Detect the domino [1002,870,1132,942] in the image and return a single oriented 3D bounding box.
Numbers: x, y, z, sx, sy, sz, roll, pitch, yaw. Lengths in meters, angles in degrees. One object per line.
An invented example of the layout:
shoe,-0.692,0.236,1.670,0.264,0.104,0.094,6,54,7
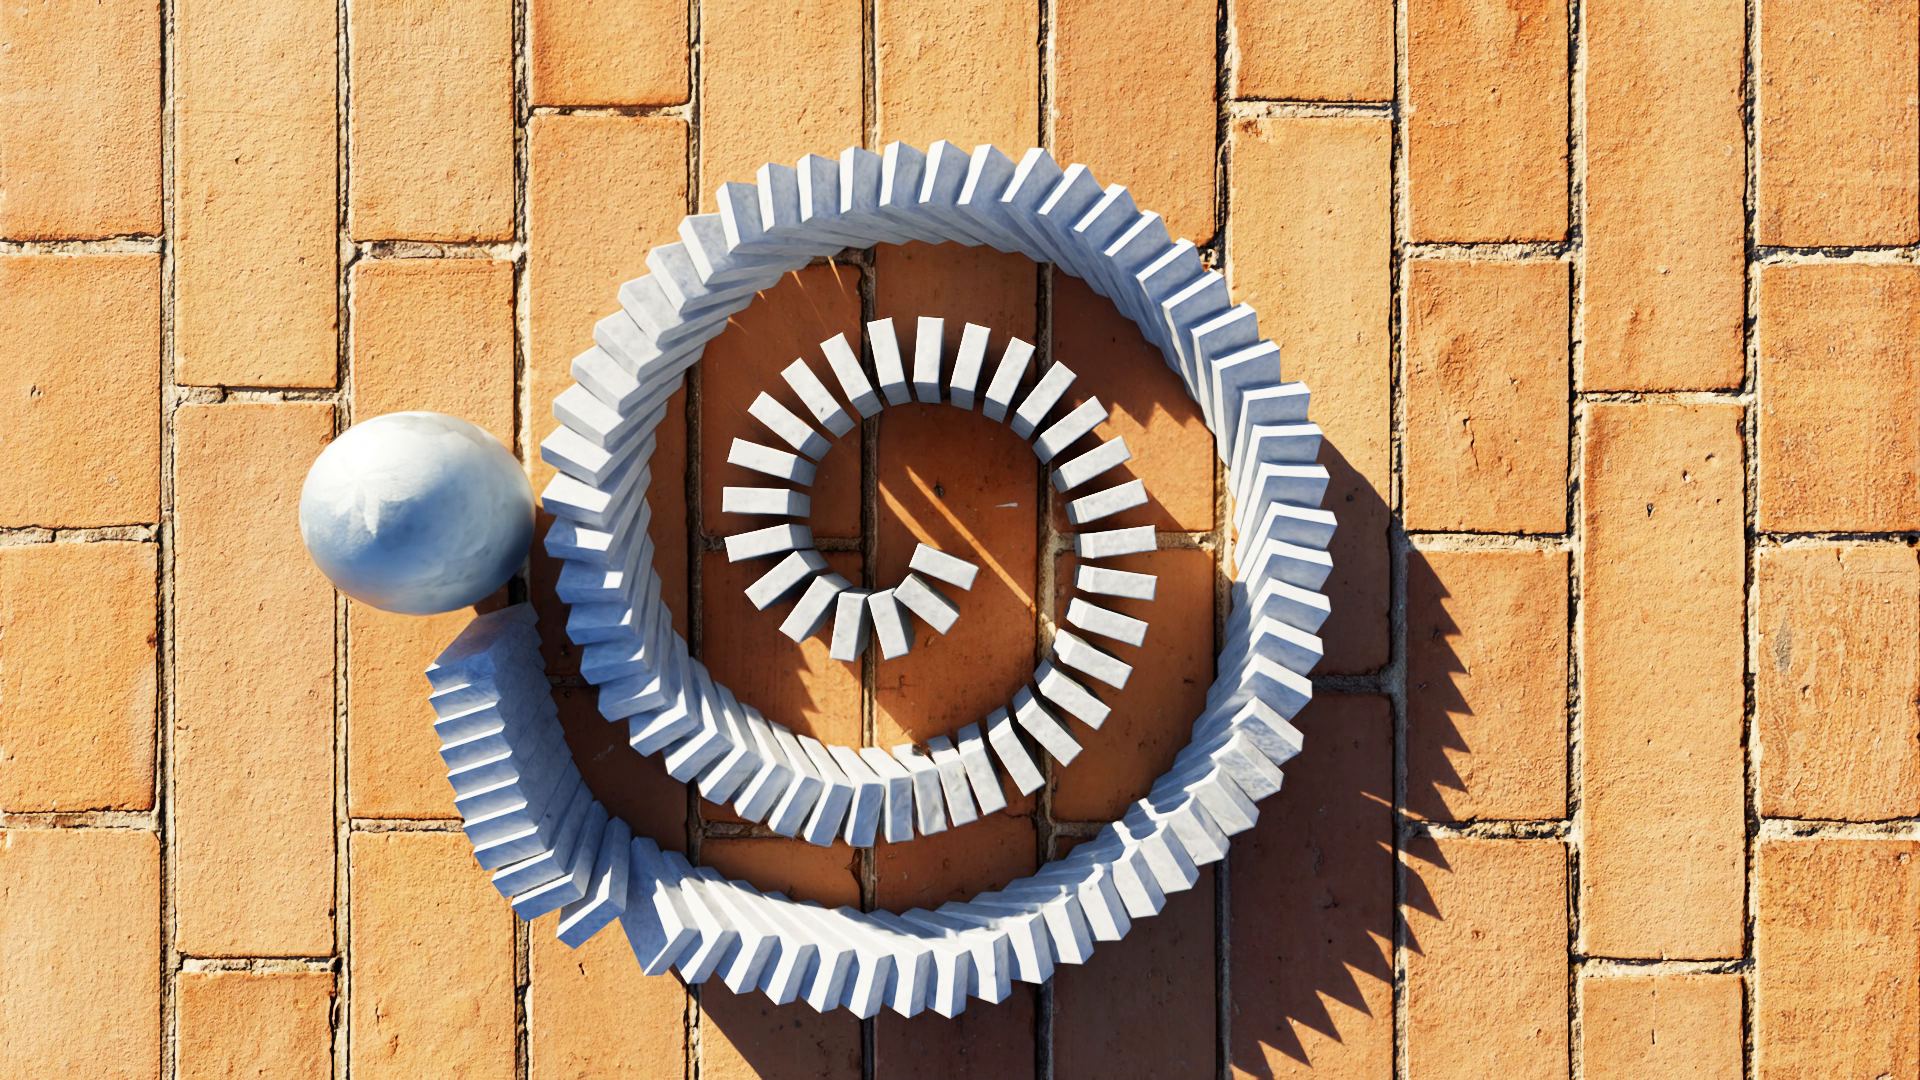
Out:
domino,0.044,0.153,0.381,0.050,0.010,0.025,-23,90,39

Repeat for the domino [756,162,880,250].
domino,-0.058,-0.138,0.380,0.050,0.010,0.025,-5,89,-39

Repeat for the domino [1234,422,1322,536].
domino,0.131,-0.025,0.380,0.025,0.009,0.050,-2,129,-1

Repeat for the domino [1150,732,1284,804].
domino,0.106,0.102,0.380,0.025,0.009,0.050,44,129,-1

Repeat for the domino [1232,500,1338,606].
domino,0.134,0.008,0.381,0.025,0.010,0.050,10,129,-1

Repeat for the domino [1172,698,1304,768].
domino,0.115,0.088,0.380,0.025,0.009,0.050,39,129,0

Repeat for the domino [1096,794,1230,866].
domino,0.083,0.125,0.381,0.050,0.010,0.025,-36,90,39

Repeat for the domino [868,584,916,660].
domino,-0.027,0.033,0.375,0.009,0.050,0.025,-16,90,0

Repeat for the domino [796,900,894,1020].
domino,-0.051,0.173,0.381,0.050,0.010,0.025,14,91,39

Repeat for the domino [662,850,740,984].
domino,-0.115,0.156,0.381,0.050,0.009,0.025,33,90,38

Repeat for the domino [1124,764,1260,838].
domino,0.095,0.114,0.380,0.025,0.009,0.050,50,129,-1

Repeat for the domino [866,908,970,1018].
domino,-0.019,0.175,0.380,0.050,0.009,0.025,5,91,39

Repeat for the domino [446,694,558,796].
domino,-0.186,0.082,0.375,0.025,0.050,0.010,-18,111,0

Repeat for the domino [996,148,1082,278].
domino,0.040,-0.135,0.380,0.050,0.010,0.025,33,90,-40

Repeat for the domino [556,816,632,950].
domino,-0.149,0.139,0.375,0.025,0.050,0.009,-38,117,1

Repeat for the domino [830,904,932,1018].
domino,-0.035,0.174,0.381,0.050,0.009,0.025,8,91,39

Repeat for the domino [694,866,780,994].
domino,-0.098,0.161,0.381,0.050,0.009,0.025,25,90,38

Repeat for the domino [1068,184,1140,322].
domino,0.068,-0.118,0.380,0.025,0.009,0.050,-45,129,-1

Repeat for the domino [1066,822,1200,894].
domino,0.071,0.135,0.381,0.050,0.010,0.025,-31,90,39

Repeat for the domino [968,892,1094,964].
domino,0.029,0.160,0.381,0.050,0.009,0.025,-17,90,39

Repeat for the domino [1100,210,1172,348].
domino,0.080,-0.108,0.380,0.025,0.010,0.050,-41,129,-1

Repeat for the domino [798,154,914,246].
domino,-0.043,-0.140,0.380,0.050,0.009,0.025,-2,89,-39

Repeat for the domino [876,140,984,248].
domino,-0.010,-0.143,0.381,0.050,0.010,0.025,9,90,-39

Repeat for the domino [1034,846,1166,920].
domino,0.058,0.145,0.381,0.050,0.009,0.025,-27,90,39

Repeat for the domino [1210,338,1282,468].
domino,0.119,-0.056,0.380,0.025,0.009,0.050,-19,130,0

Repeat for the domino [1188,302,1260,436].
domino,0.112,-0.070,0.381,0.025,0.009,0.050,-24,129,0

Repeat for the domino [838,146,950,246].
domino,-0.026,-0.142,0.381,0.050,0.010,0.025,3,90,-39

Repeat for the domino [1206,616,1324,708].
domino,0.126,0.056,0.381,0.025,0.009,0.050,22,129,0

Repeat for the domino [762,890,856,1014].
domino,-0.067,0.170,0.381,0.050,0.009,0.025,17,90,39

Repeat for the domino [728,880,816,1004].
domino,-0.083,0.166,0.381,0.050,0.009,0.025,21,90,39

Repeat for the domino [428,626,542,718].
domino,-0.193,0.053,0.375,0.025,0.050,0.010,-18,111,0

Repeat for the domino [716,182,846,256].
domino,-0.074,-0.132,0.380,0.050,0.009,0.025,-12,89,-40

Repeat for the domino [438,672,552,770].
domino,-0.189,0.073,0.375,0.025,0.050,0.010,-18,111,0

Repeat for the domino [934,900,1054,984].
domino,0.014,0.166,0.381,0.050,0.010,0.025,-12,90,39

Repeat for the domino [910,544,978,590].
domino,-0.006,0.010,0.375,0.025,0.050,0.010,22,90,0

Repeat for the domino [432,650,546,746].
domino,-0.191,0.063,0.375,0.025,0.050,0.010,-18,111,0

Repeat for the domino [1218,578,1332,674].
domino,0.129,0.040,0.381,0.025,0.009,0.050,18,129,0

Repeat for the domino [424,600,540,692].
domino,-0.194,0.042,0.375,0.025,0.050,0.010,-18,111,0

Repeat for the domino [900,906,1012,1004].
domino,-0.002,0.171,0.380,0.050,0.009,0.025,-4,90,39

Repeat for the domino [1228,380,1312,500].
domino,0.128,-0.040,0.381,0.025,0.009,0.050,-7,129,0

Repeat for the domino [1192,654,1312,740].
domino,0.120,0.071,0.381,0.025,0.010,0.050,27,129,0

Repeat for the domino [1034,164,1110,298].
domino,0.054,-0.128,0.380,0.025,0.010,0.050,-51,129,-1

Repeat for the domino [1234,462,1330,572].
domino,0.133,-0.009,0.381,0.025,0.009,0.050,2,129,0

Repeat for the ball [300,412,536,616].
ball,-0.210,-0.010,0.360,0.080,0.080,0.080,0,90,0

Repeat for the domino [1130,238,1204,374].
domino,0.092,-0.096,0.381,0.025,0.010,0.050,-35,129,0

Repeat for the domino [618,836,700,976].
domino,-0.129,0.151,0.380,0.025,0.010,0.050,-51,52,4

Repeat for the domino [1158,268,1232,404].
domino,0.102,-0.084,0.381,0.025,0.010,0.050,-31,129,0

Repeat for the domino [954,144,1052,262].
domino,0.023,-0.139,0.380,0.050,0.009,0.025,21,90,-40

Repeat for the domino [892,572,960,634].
domino,-0.013,0.025,0.375,0.025,0.050,0.010,38,90,0

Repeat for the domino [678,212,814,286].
domino,-0.088,-0.123,0.380,0.050,0.010,0.025,-25,90,-40

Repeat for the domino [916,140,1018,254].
domino,0.007,-0.142,0.381,0.050,0.010,0.025,15,90,-39

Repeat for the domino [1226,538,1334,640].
domino,0.132,0.024,0.381,0.025,0.009,0.050,12,129,0
